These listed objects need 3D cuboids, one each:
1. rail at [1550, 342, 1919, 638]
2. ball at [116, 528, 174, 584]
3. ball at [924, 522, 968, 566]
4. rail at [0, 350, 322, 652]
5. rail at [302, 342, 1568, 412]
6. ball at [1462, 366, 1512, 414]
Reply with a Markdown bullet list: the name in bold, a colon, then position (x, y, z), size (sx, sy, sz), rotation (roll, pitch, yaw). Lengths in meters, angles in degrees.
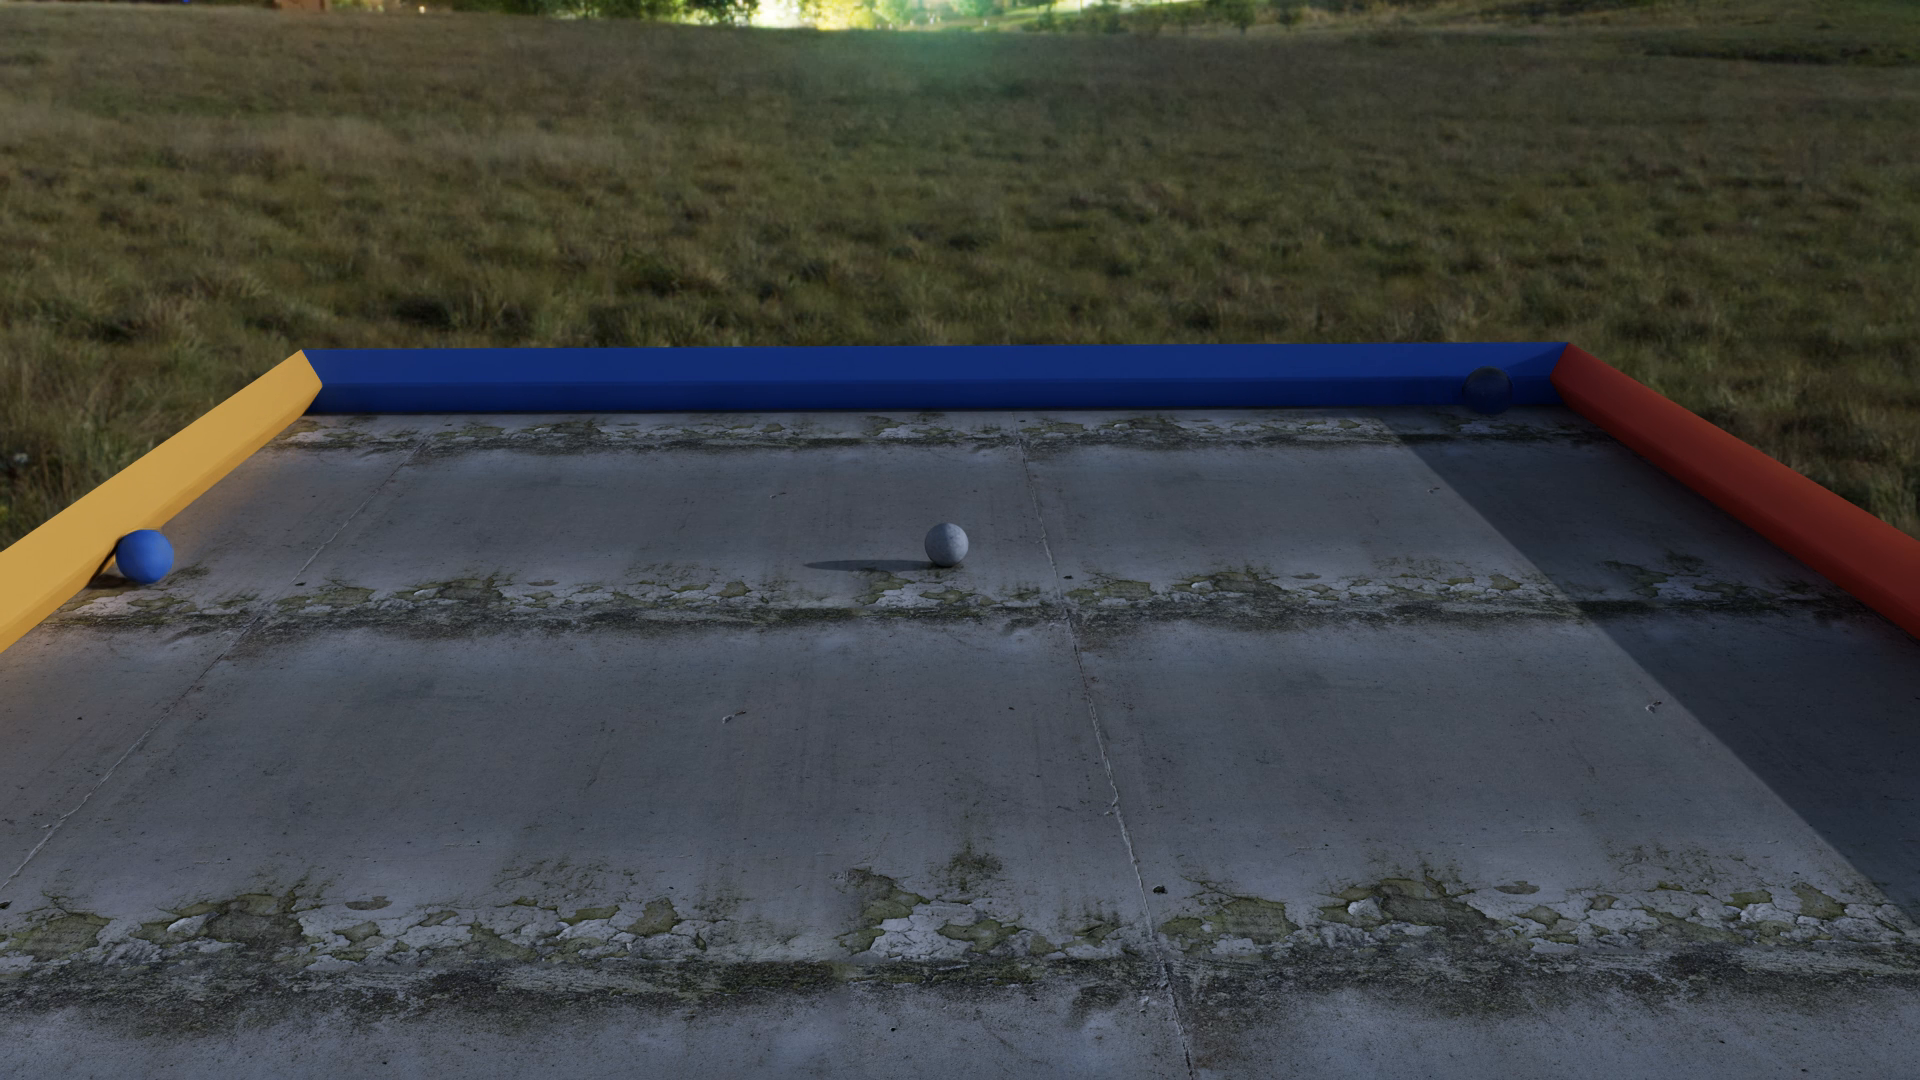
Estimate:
- **rail**: position (1.149, 0.245, 1.937), size (0.045, 0.112, 4.256), rotation (0, 15, -2)
- **ball**: position (-1.059, 0.021, 2.858), size (0.071, 0.071, 0.071), rotation (0, 15, 0)
- **ball**: position (-0.018, 0.006, 2.938), size (0.059, 0.059, 0.059), rotation (0, 15, 0)
- **rail**: position (-1.079, 0.264, 1.867), size (0.045, 0.112, 4.256), rotation (0, 15, -2)
- **rail**: position (-0.034, -0.288, 3.934), size (2.277, 0.112, 0.045), rotation (0, 15, -2)
- **ball**: position (0.937, -0.266, 3.906), size (0.086, 0.086, 0.086), rotation (0, 15, 0)
